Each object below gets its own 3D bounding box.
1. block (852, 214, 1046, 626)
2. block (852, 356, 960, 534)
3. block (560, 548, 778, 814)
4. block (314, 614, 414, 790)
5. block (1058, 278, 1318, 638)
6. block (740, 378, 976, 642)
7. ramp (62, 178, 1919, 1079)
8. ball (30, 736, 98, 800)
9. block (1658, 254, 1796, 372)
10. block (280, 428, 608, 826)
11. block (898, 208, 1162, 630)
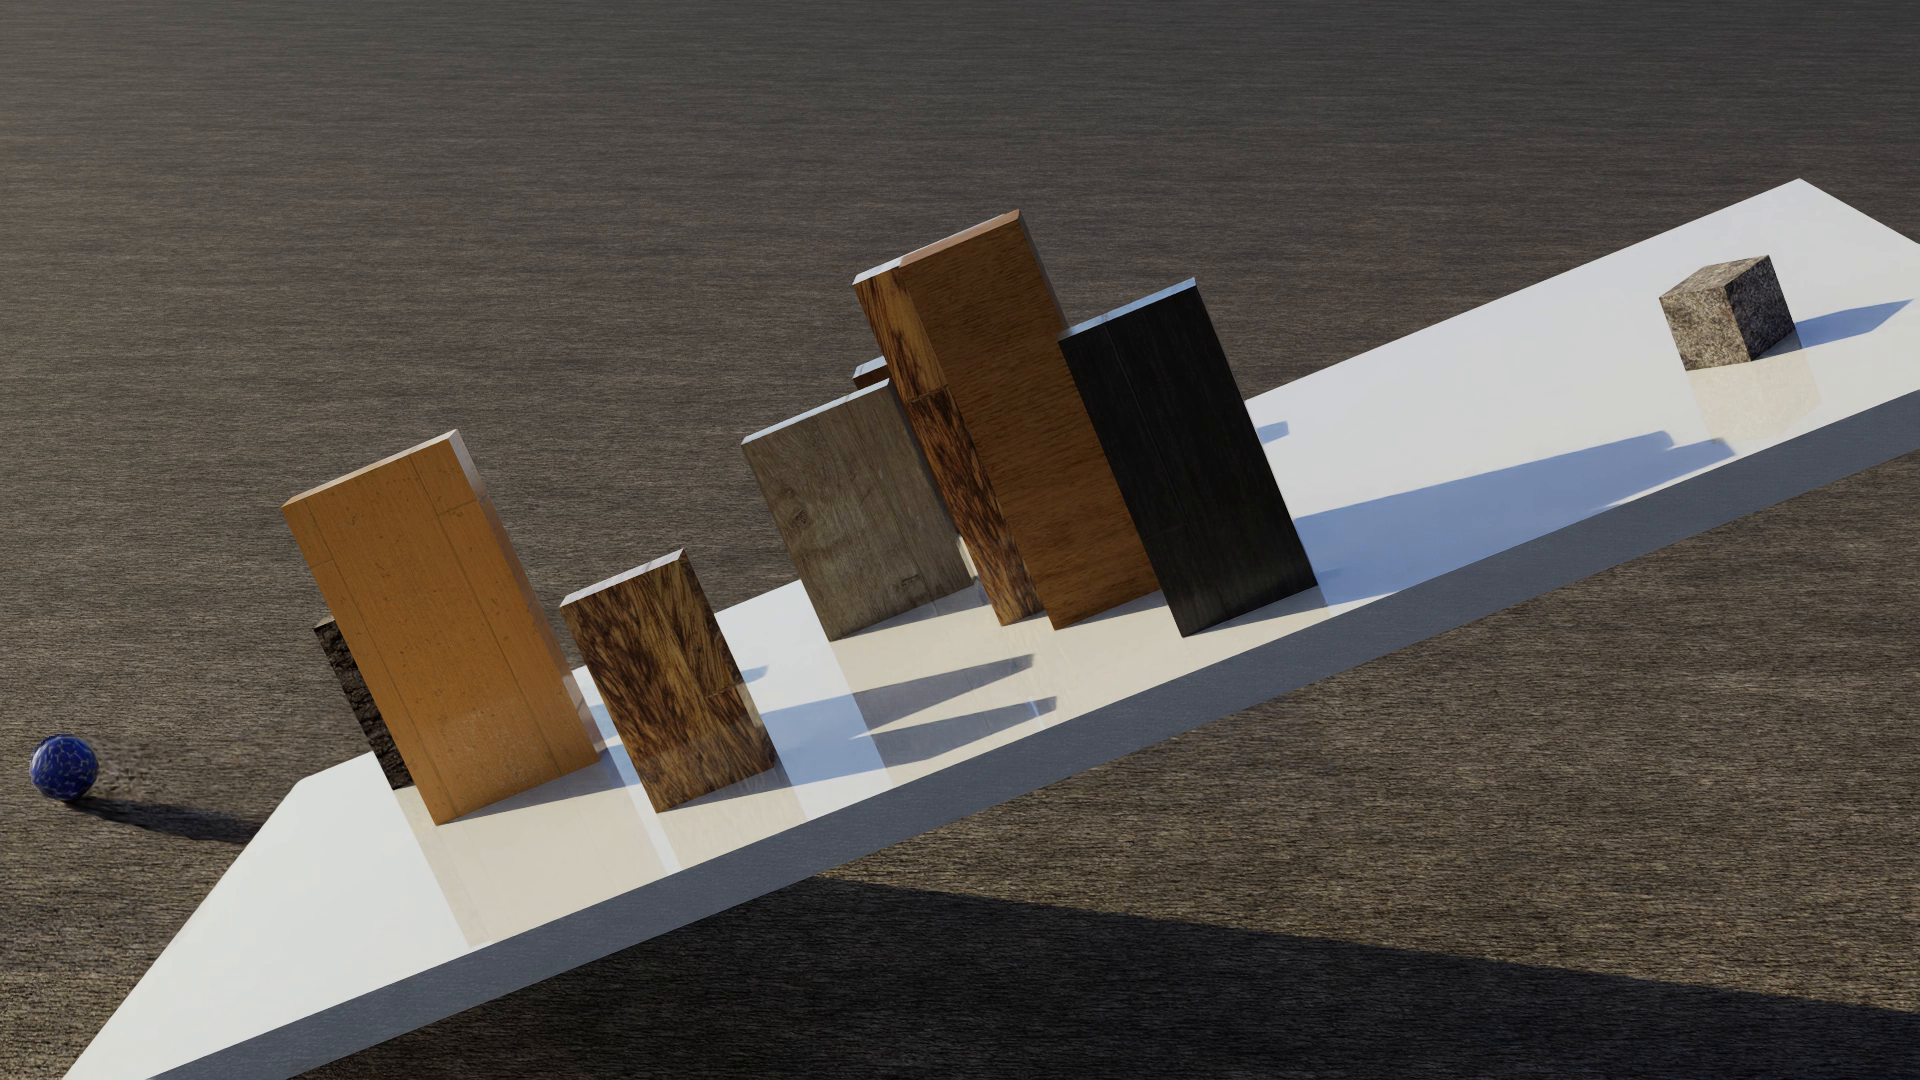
[{"bbox_3d":[0.088,-0.243,6.049,0.327,0.775,0.124,-22,12,8],"label":"block"},{"bbox_3d":[-0.015,-0.263,7.098,0.326,0.446,0.148,-22,12,8],"label":"block"},{"bbox_3d":[-0.573,0.279,5.803,0.255,0.459,0.084,-22,12,8],"label":"block"},{"bbox_3d":[-1.226,0.309,6.940,0.437,0.431,0.093,-22,12,8],"label":"block"},{"bbox_3d":[0.422,-0.150,5.441,0.271,0.607,0.090,-22,12,8],"label":"block"},{"bbox_3d":[-0.224,-0.064,6.542,0.352,0.489,0.080,-22,12,8],"label":"block"},{"bbox_3d":[0.128,0.172,6.287,4.000,0.100,2.000,-22,12,8],"label":"ramp"},{"bbox_3d":[-2.323,0.593,7.632,0.167,0.167,0.167,0,14,0],"label":"ball"},{"bbox_3d":[1.501,-0.444,5.755,0.159,0.159,0.159,-32,15,-34],"label":"block"},{"bbox_3d":[-1.118,0.195,6.404,0.401,0.780,0.095,-22,12,8],"label":"block"},{"bbox_3d":[0.154,-0.237,5.862,0.252,0.794,0.143,-22,12,8],"label":"block"}]
